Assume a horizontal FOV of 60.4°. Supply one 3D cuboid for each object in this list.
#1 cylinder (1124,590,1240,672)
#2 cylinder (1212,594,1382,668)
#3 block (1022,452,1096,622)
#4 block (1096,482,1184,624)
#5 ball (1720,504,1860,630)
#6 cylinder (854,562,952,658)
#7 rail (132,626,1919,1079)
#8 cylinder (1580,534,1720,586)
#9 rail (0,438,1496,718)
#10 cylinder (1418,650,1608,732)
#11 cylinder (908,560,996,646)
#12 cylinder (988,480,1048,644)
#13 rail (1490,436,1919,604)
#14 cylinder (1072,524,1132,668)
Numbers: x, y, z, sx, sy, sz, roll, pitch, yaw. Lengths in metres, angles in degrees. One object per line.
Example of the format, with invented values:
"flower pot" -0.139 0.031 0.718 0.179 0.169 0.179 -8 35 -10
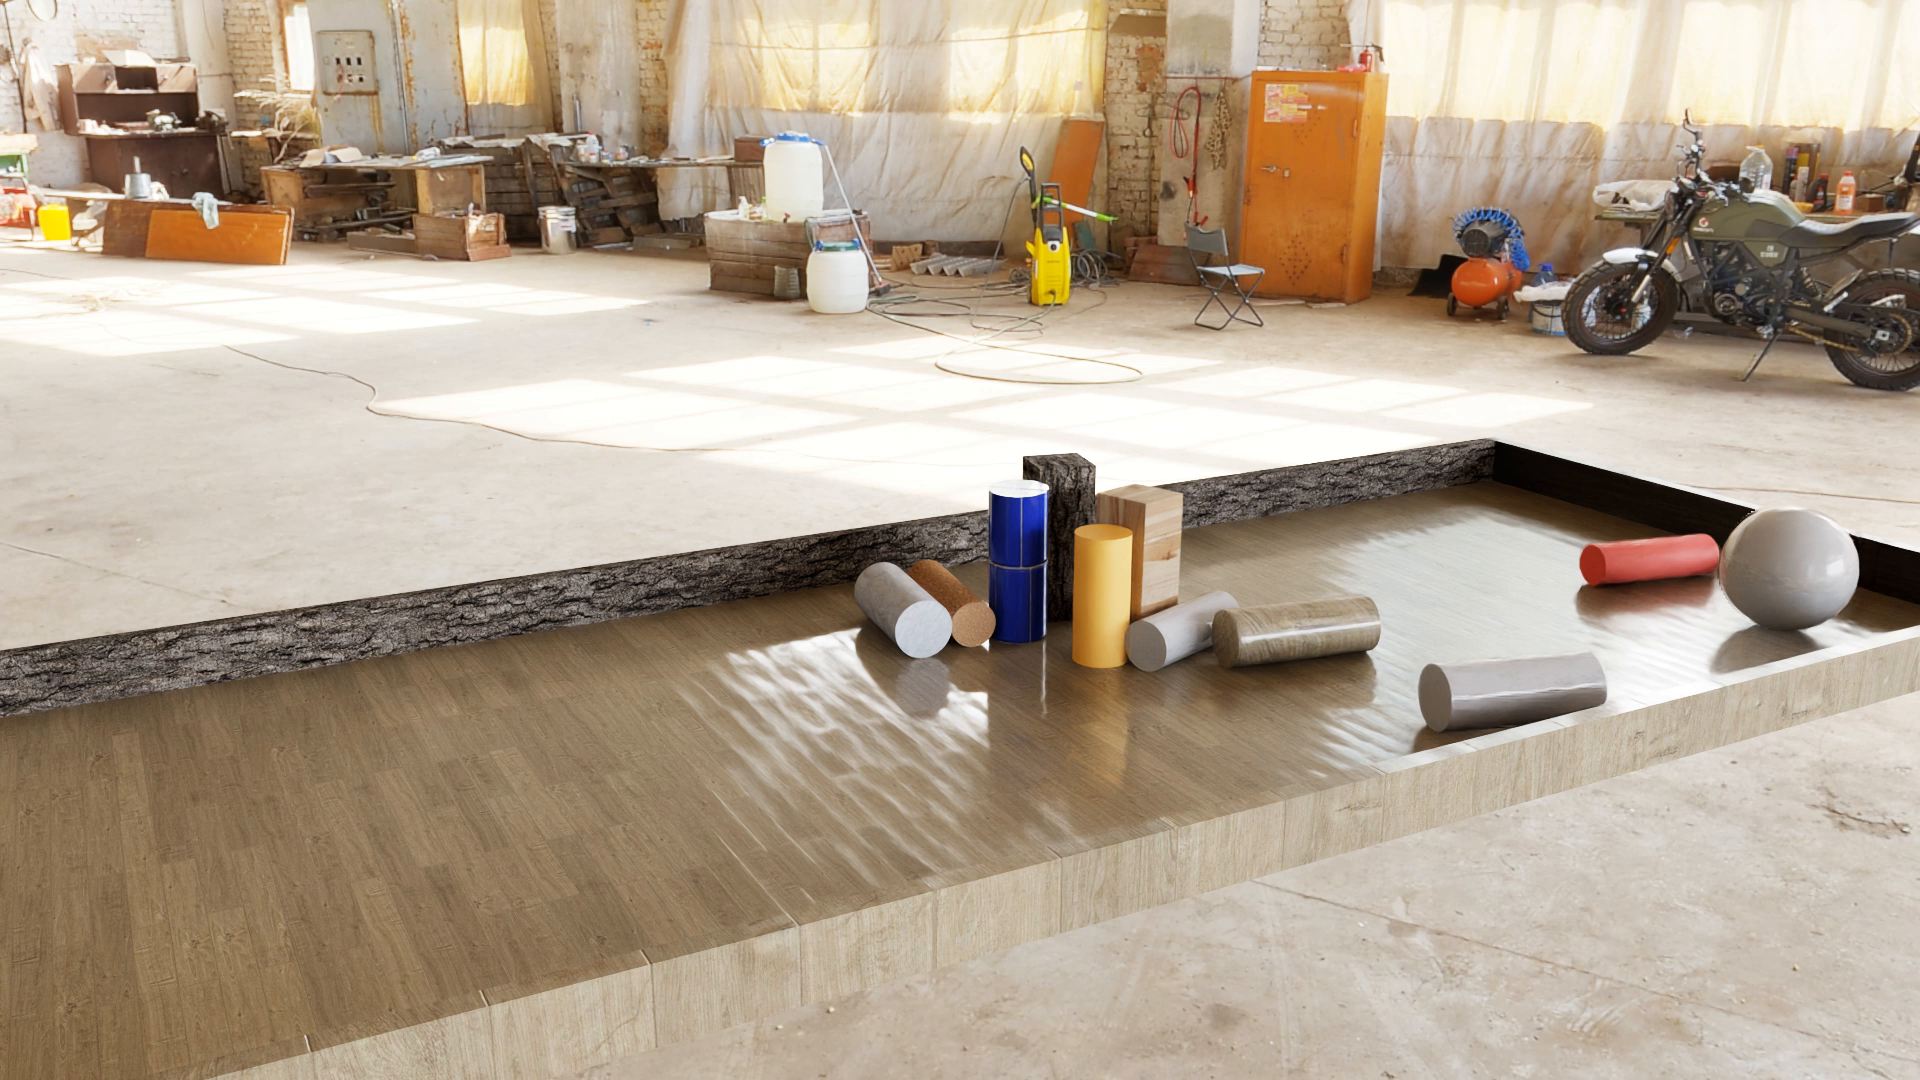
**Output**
"cylinder" 0.586 0.235 4.317 0.135 0.135 0.339 15 22 40
"cylinder" 0.874 0.236 4.286 0.411 0.151 0.151 -5 17 -18
"block" 0.272 -0.007 4.600 0.161 0.440 0.161 -4 17 -15
"block" 0.468 0.075 4.365 0.160 0.411 0.160 15 21 41
"ball" 2.256 0.076 4.491 0.342 0.342 0.342 0 16 0
"cylinder" -0.157 0.185 4.448 0.157 0.157 0.359 -6 17 -20
"rail" -2.336 1.006 1.665 12.000 0.150 0.050 -9 18 -27
"cylinder" 2.064 0.059 4.938 0.397 0.122 0.122 -5 17 -16
"rail" -3.305 0.497 3.399 12.000 0.150 0.050 -9 18 -27
"cylinder" 1.295 0.353 3.871 0.397 0.159 0.159 -4 17 -13
"cylinder" -0.031 0.170 4.555 0.125 0.125 0.406 -6 17 -18
"cylinder" 0.156 0.058 4.416 0.160 0.412 0.160 0 19 0
"rail" 2.466 -0.048 5.253 0.050 0.150 2.100 -9 18 -27
"cylinder" 0.366 0.144 4.256 0.148 0.343 0.148 0 17 0
